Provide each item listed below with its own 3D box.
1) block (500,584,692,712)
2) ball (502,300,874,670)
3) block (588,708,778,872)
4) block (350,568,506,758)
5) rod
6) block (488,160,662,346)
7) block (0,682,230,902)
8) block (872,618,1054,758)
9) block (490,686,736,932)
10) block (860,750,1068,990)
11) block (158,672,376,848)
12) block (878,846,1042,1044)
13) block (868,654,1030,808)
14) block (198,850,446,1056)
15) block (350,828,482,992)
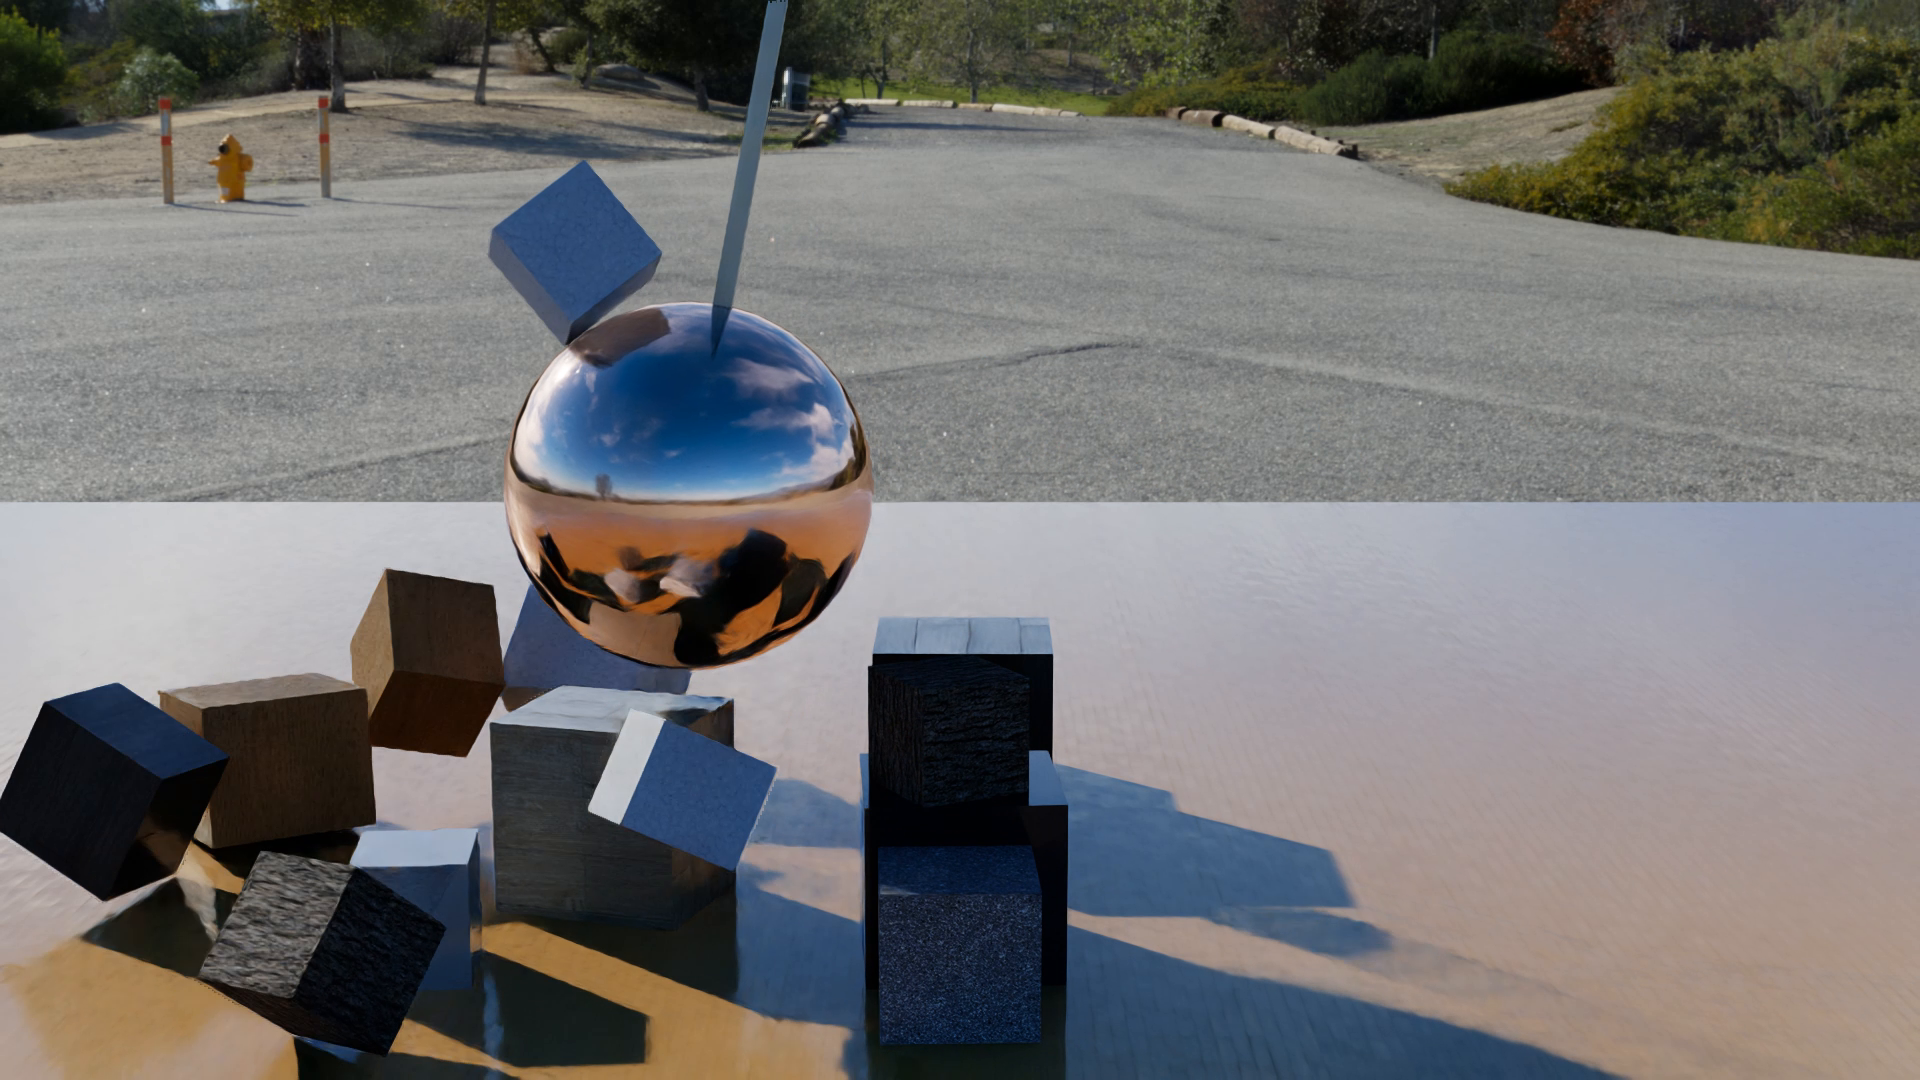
[{"bbox_3d":[-1.848,0.706,13.047,0.703,0.696,0.634,2,51,13],"label":"block"},{"bbox_3d":[-1.174,-0.234,11.138,1.600,1.600,1.600,0,10,0],"label":"ball"},{"bbox_3d":[-1.082,0.969,9.972,0.498,0.431,0.437,26,-9,-23],"label":"block"},{"bbox_3d":[-2.606,0.604,12.529,0.547,0.575,0.636,10,44,-28],"label":"block"},{"bbox_3d":[-0.509,-3.515,10.541,0.080,5.200,0.080,11,10,-2],"label":"rod"},{"bbox_3d":[-1.635,-1.211,10.881,0.488,0.508,0.443,-40,1,-15],"label":"block"},{"bbox_3d":[-3.678,1.082,11.121,0.634,0.621,0.529,31,13,11],"label":"block"},{"bbox_3d":[0.016,0.866,12.488,0.847,0.828,0.820,0,10,0],"label":"block"},{"bbox_3d":[-1.475,1.134,11.010,0.815,0.830,0.694,3,11,17],"label":"block"},{"bbox_3d":[0.000,1.311,10.323,0.785,0.728,0.809,-1,10,-4],"label":"block"},{"bbox_3d":[-3.241,1.013,11.990,0.754,0.636,0.794,-6,6,-30],"label":"block"},{"bbox_3d":[-0.009,1.513,9.642,0.592,0.574,0.584,0,10,-2],"label":"block"},{"bbox_3d":[-0.047,0.745,10.116,0.465,0.460,0.479,-5,12,-28],"label":"block"},{"bbox_3d":[-2.298,1.488,9.262,0.527,0.509,0.504,3,-30,37],"label":"block"},{"bbox_3d":[-2.145,1.459,10.128,0.456,0.506,0.481,-1,10,-6],"label":"block"}]
